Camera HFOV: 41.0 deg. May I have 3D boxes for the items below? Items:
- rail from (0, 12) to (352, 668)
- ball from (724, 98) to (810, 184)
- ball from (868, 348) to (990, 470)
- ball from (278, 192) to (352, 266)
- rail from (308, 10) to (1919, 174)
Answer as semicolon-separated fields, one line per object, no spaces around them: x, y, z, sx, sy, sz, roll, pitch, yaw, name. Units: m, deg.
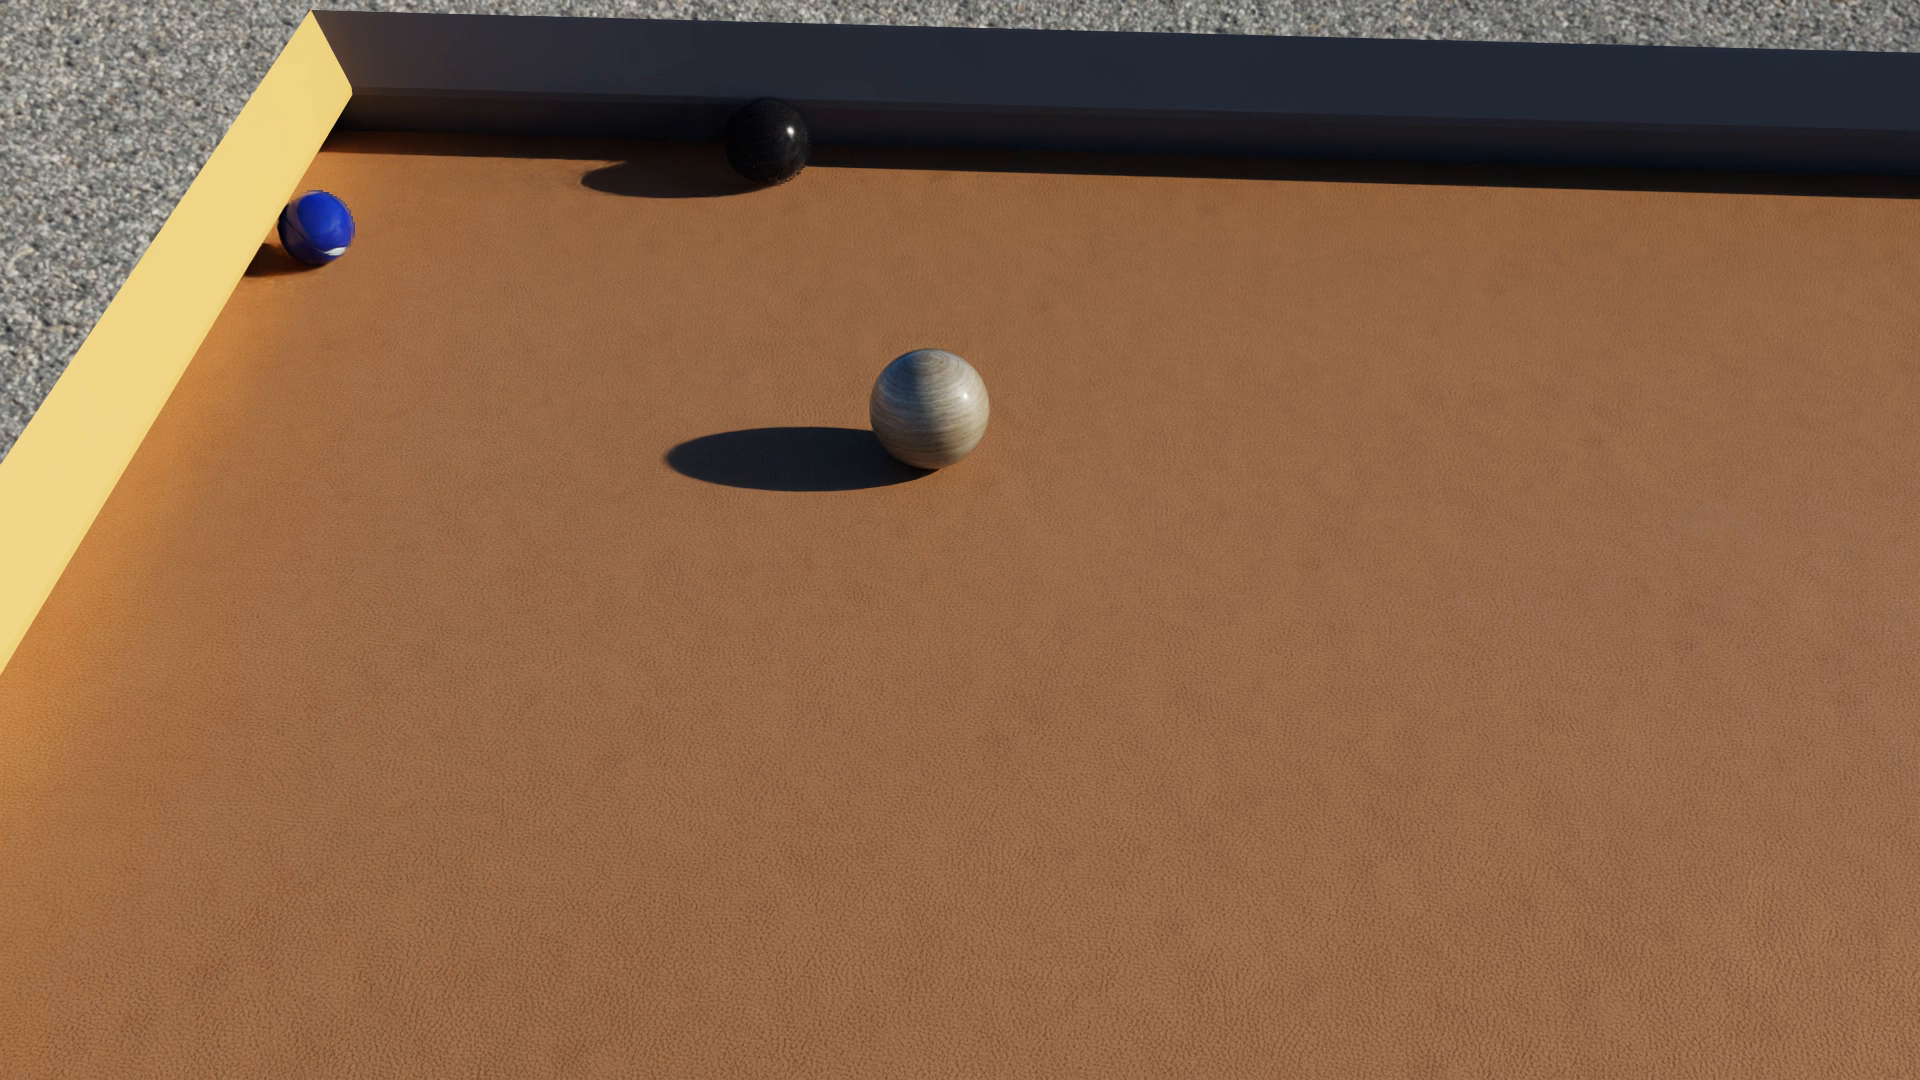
-0.657;-0.048;1.932;0.045;0.126;1.459;2;35;3;rail
-0.185;-0.381;2.452;0.082;0.082;0.082;0;35;0;ball
-0.024;-0.104;2.040;0.097;0.097;0.097;0;35;0;ball
-0.584;-0.282;2.323;0.066;0.066;0.066;0;35;0;ball
0.727;-0.400;2.439;2.729;0.126;0.045;2;35;3;rail
